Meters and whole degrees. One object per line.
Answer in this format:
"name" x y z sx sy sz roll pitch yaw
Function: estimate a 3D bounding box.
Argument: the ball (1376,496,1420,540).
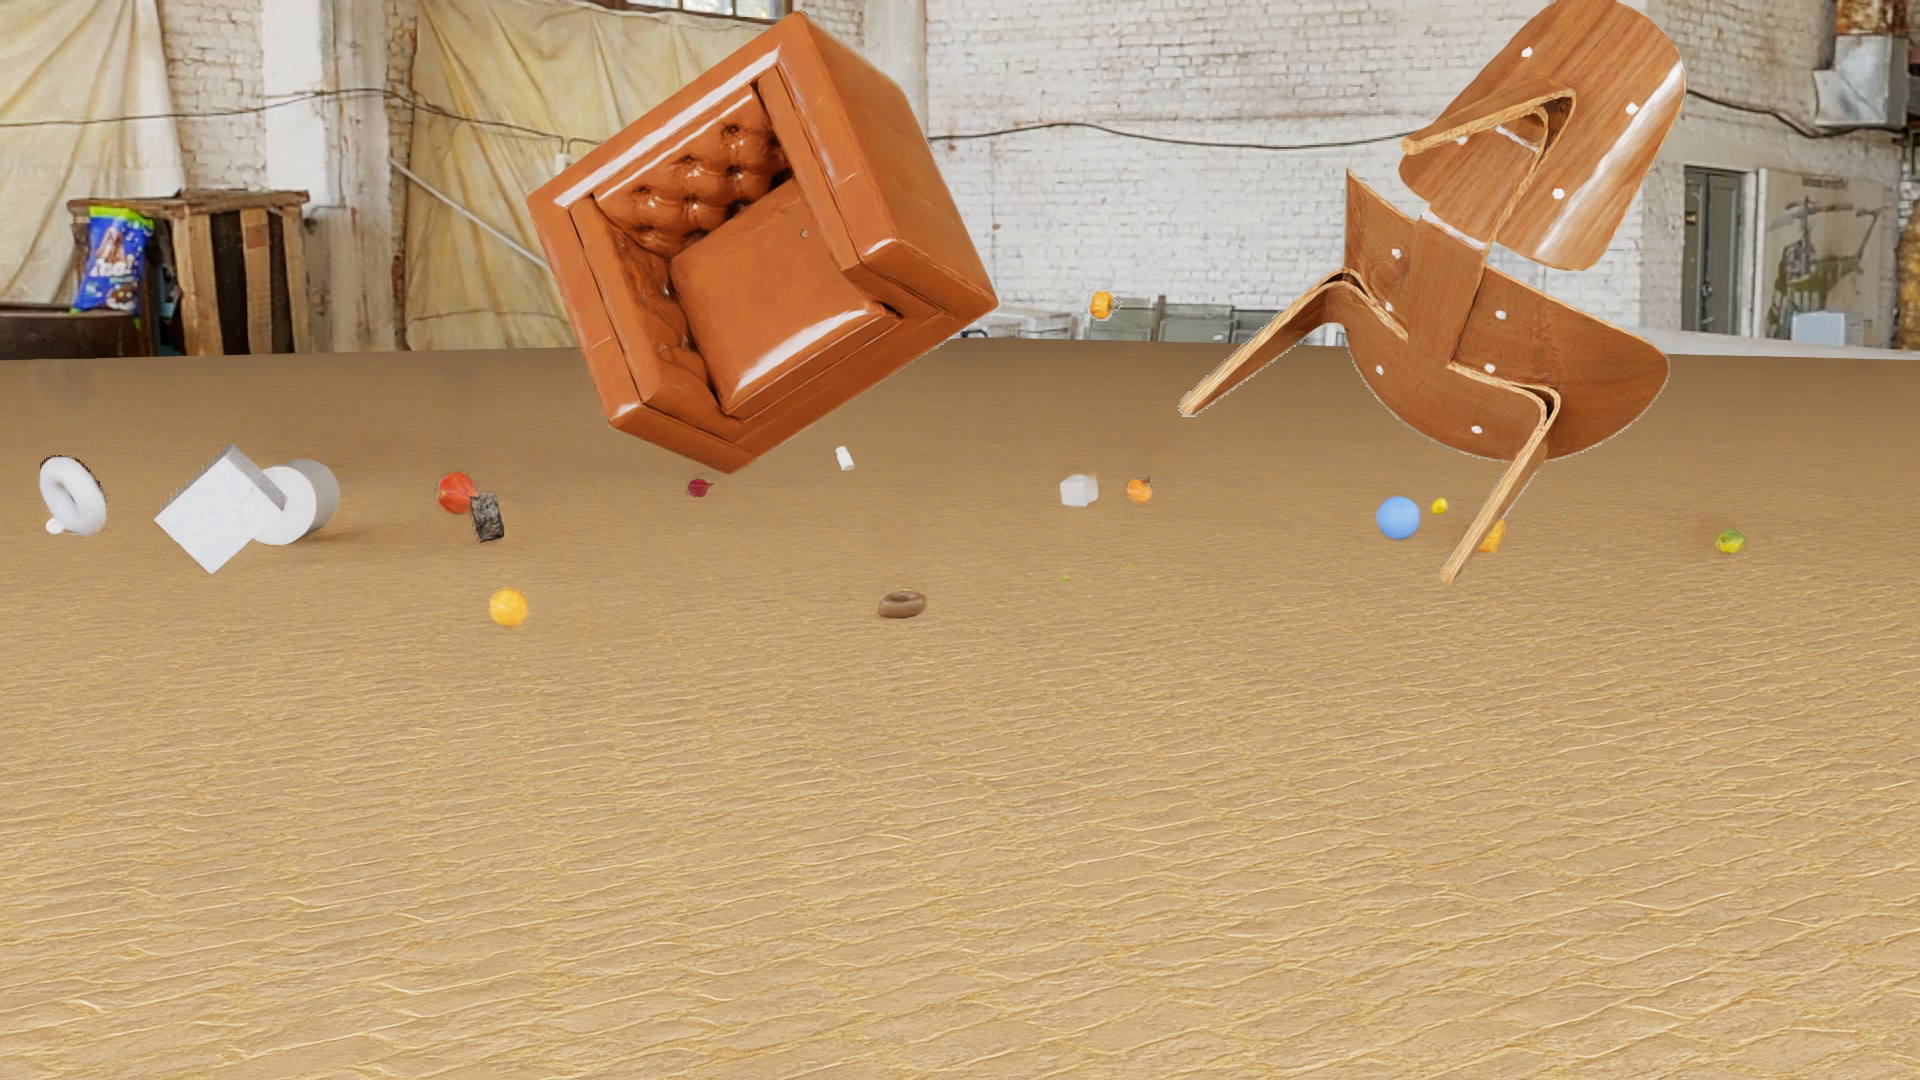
"ball" 1.097 -0.055 6.416 0.109 0.109 0.109 0 6 0

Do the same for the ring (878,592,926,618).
"ring" -0.111 0.126 4.960 0.101 0.036 0.053 -7 36 -25

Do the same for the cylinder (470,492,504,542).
"cylinder" -1.168 -0.056 6.338 0.061 0.116 0.062 -14 12 -15

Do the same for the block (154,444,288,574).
"block" -1.634 -0.069 5.680 0.213 0.173 0.112 -40 18 6

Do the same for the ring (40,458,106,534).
"ring" -2.234 -0.111 6.459 0.217 0.217 0.066 36 46 16

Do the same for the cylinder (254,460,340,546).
"cylinder" -1.672 -0.096 6.404 0.183 0.199 0.257 36 4 -4

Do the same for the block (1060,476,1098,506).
"block" 0.344 -0.143 7.403 0.075 0.066 0.084 3 18 29
